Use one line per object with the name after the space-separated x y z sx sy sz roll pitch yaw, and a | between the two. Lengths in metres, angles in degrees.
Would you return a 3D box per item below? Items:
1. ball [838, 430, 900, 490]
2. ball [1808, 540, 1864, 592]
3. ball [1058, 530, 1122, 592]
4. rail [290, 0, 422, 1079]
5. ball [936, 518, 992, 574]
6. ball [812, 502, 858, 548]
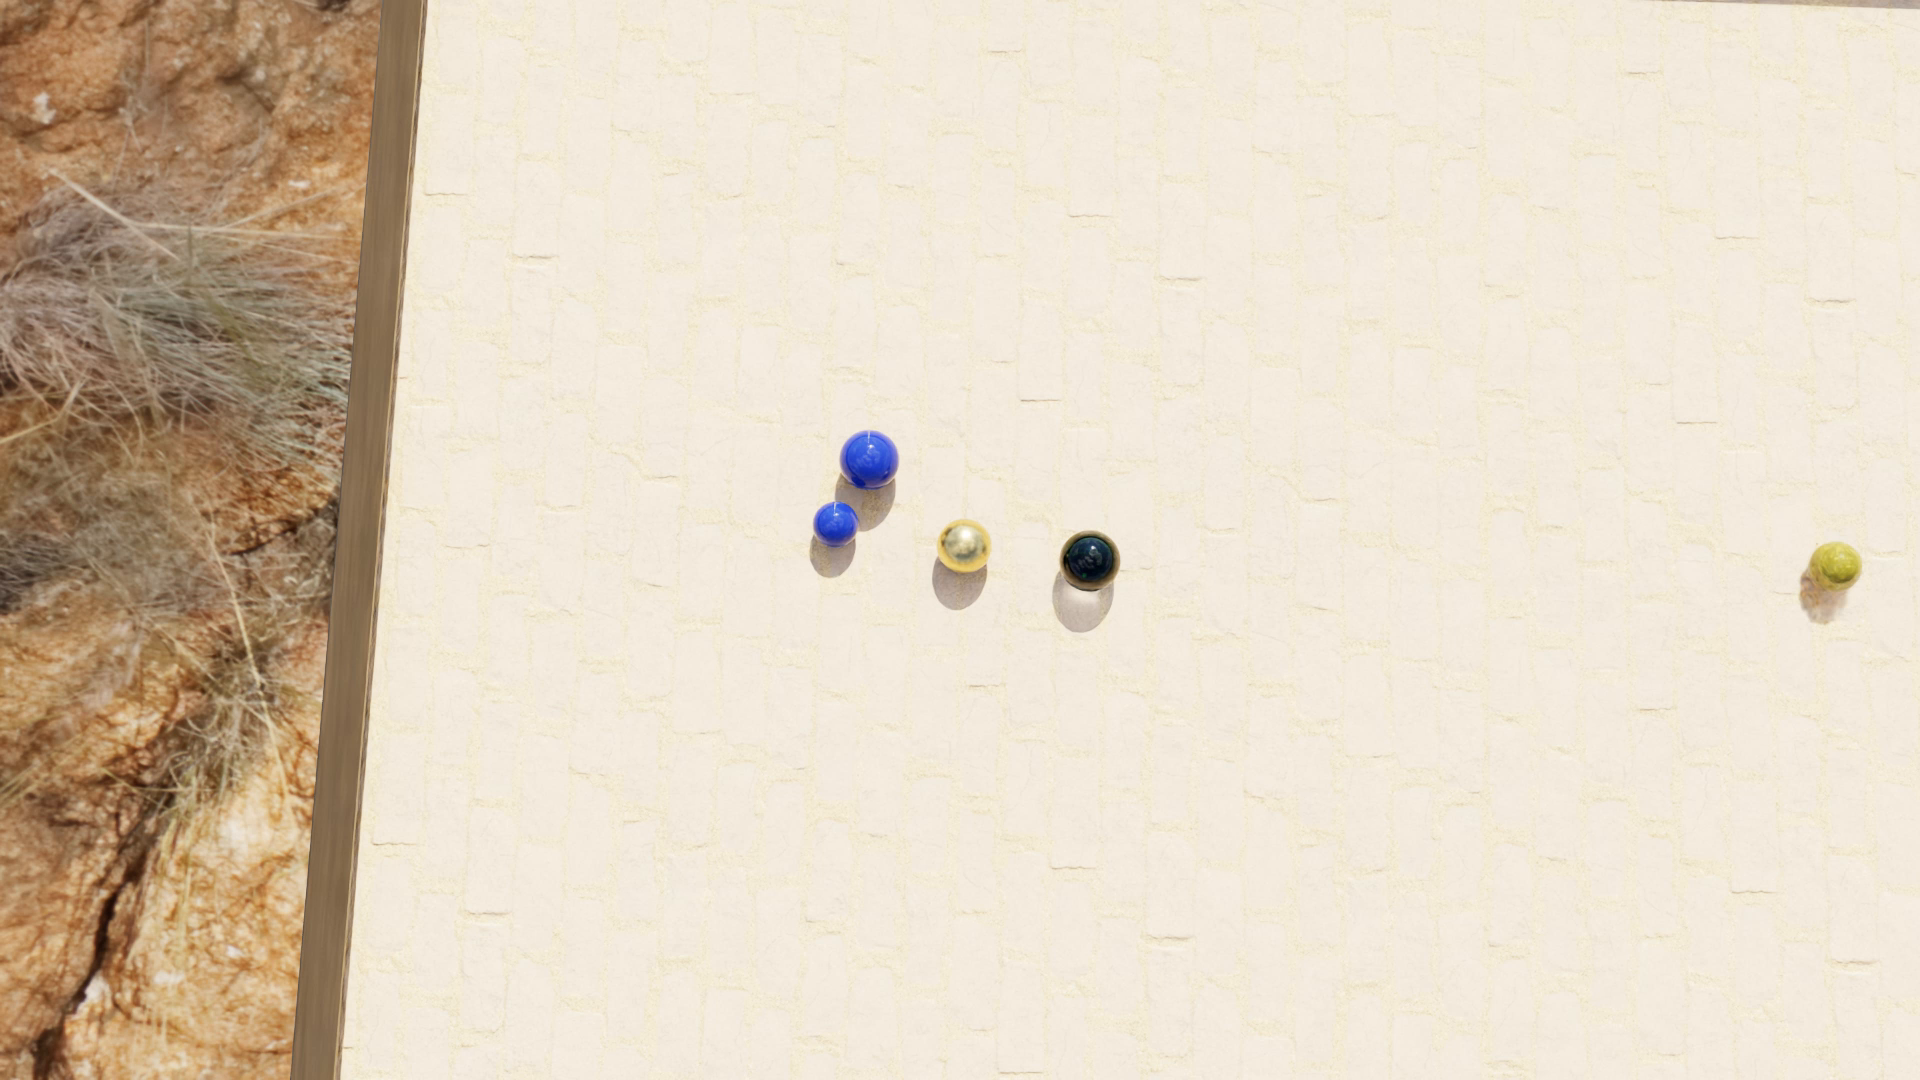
-0.136 -0.120 3.293 0.092 0.092 0.092 0 80 0 | ball
1.304 0.039 3.273 0.076 0.076 0.076 0 80 0 | ball
0.193 0.031 3.266 0.093 0.093 0.093 0 80 0 | ball
-0.882 -0.034 3.262 0.045 0.120 2.039 2 80 0 | rail
0.006 0.009 3.275 0.083 0.083 0.083 0 80 0 | ball
-0.186 -0.023 3.287 0.070 0.070 0.070 0 80 0 | ball
